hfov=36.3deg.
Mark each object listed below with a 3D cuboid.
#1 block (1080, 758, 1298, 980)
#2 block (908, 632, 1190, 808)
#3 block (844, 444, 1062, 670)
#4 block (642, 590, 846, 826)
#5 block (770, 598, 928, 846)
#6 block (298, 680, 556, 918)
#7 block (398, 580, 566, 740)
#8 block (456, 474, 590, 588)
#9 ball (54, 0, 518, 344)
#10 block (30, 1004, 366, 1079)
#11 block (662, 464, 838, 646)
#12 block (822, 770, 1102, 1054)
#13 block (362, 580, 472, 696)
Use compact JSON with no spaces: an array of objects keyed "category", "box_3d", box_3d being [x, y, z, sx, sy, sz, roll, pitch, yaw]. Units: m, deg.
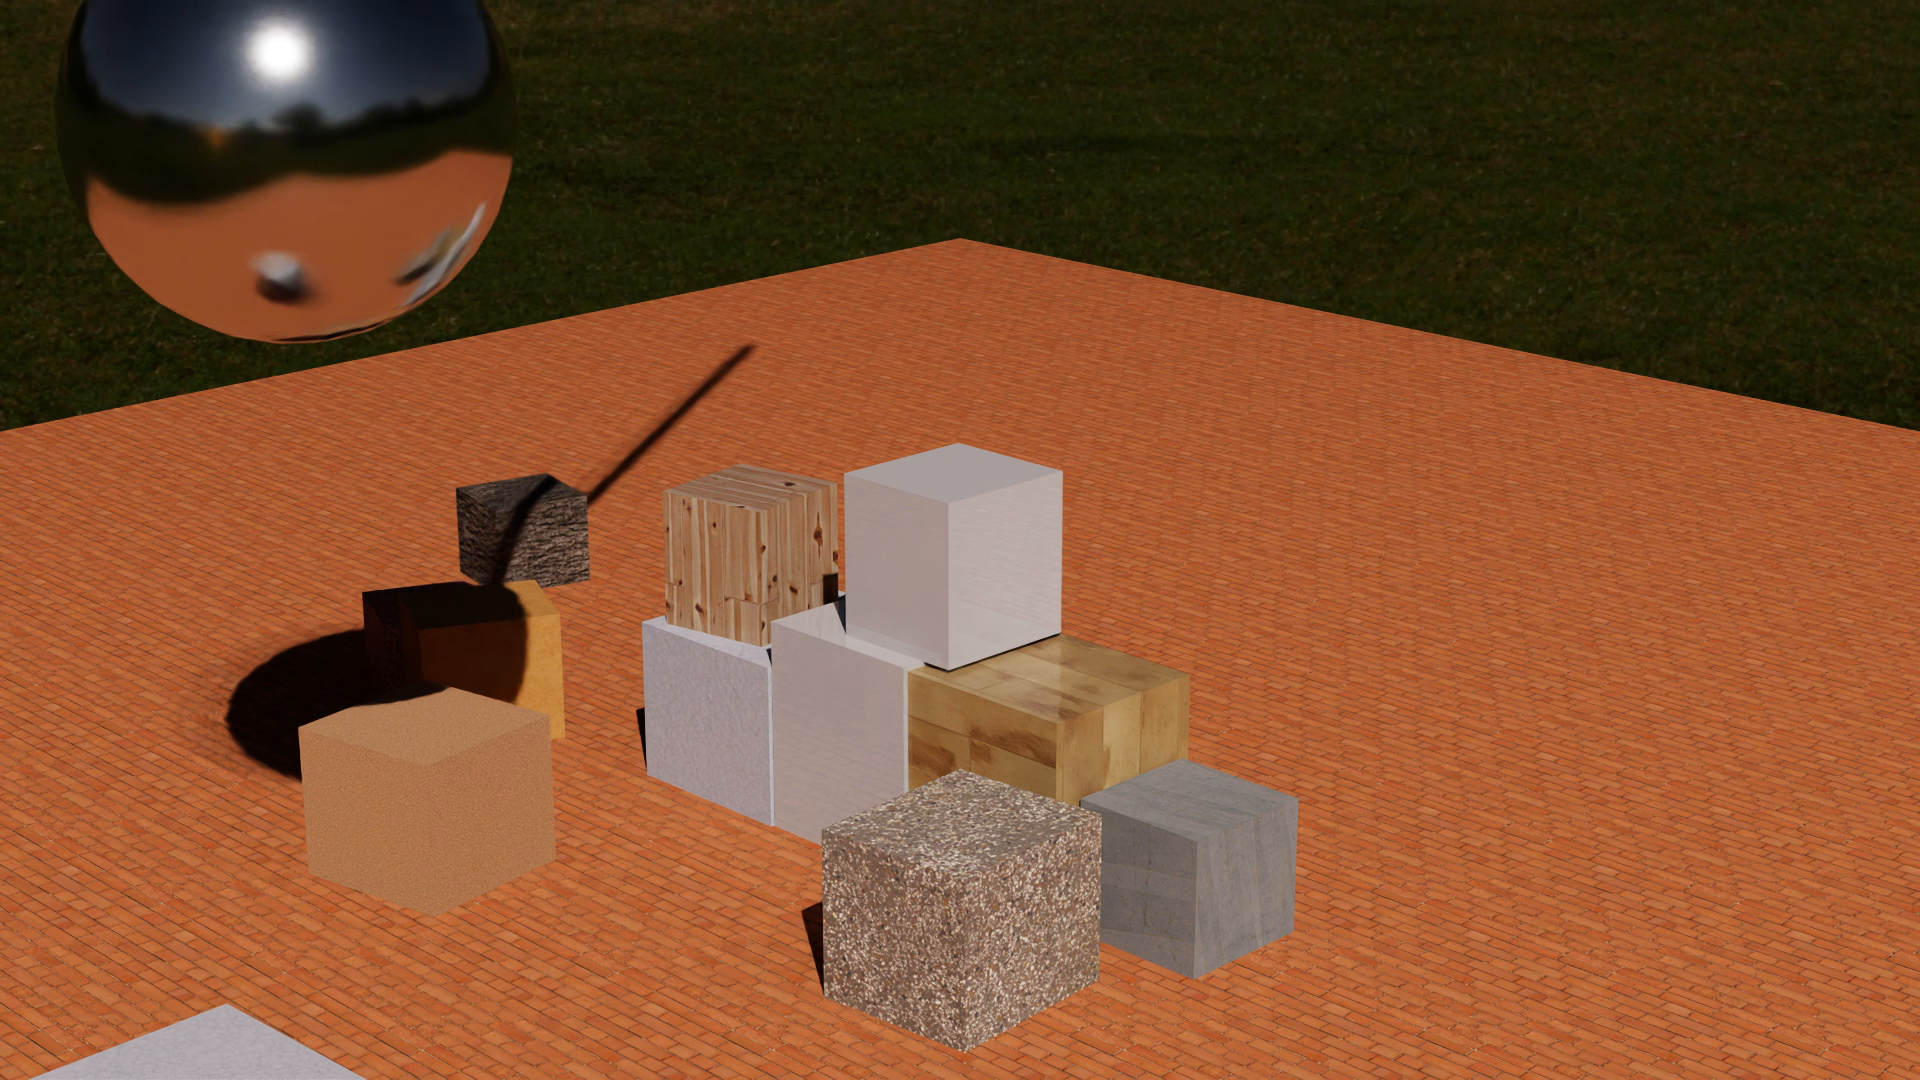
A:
[{"category":"block","box_3d":[0.993,1.419,12.773,0.671,0.633,0.663,-17,24,-42]},{"category":"block","box_3d":[0.396,1.075,13.239,0.866,1.010,0.915,-17,24,-42]},{"category":"block","box_3d":[-0.029,0.062,13.406,0.730,0.774,0.673,-17,24,-42]},{"category":"block","box_3d":[-0.872,0.777,14.529,1.016,0.805,0.934,-17,24,-42]},{"category":"block","box_3d":[-0.226,0.867,13.862,0.963,1.035,0.894,-17,24,-42]},{"category":"block","box_3d":[-2.433,1.166,13.436,0.813,0.719,0.780,12,21,34]},{"category":"block","box_3d":[-2.472,0.650,15.155,0.715,0.673,0.595,-6,19,-19]},{"category":"block","box_3d":[-2.620,-0.036,17.578,0.592,0.529,0.568,-11,20,-31]},{"category":"ball","box_3d":[-2.373,-1.496,10.384,1.600,1.600,1.600,0,17,0]},{"category":"block","box_3d":[-2.516,2.220,9.779,0.857,0.901,0.810,16,23,41]},{"category":"block","box_3d":[-1.018,0.065,14.325,0.602,0.676,0.600,12,21,33]},{"category":"block","box_3d":[0.011,1.525,12.227,0.777,0.758,0.873,14,23,39]},{"category":"block","box_3d":[-2.837,0.574,15.654,0.574,0.518,0.572,-7,19,-20]}]
